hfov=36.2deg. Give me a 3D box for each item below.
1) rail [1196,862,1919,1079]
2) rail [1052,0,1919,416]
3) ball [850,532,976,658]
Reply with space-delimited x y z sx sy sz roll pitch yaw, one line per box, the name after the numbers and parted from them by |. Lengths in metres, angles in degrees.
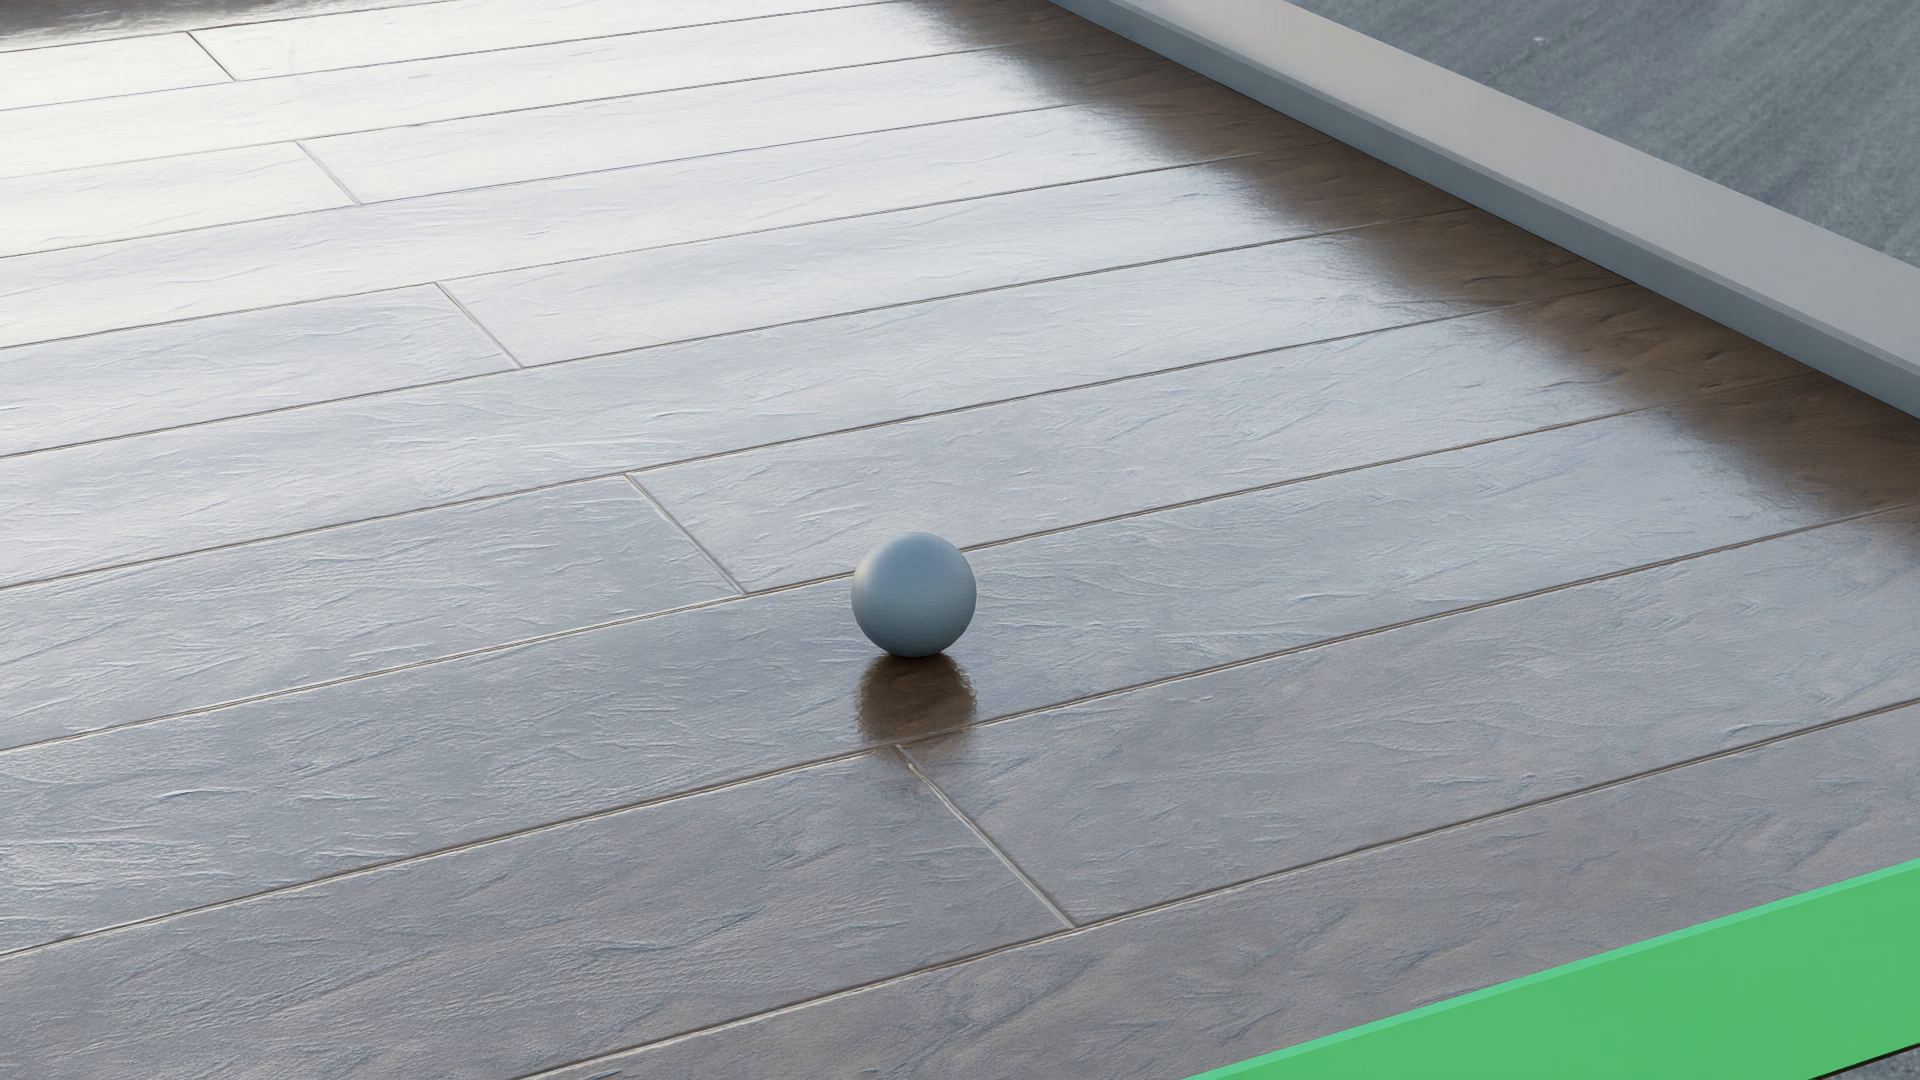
0.329 0.251 1.519 1.701 0.122 0.045 -12 27 -24 | rail
0.401 -0.467 3.079 0.045 0.122 3.060 -12 27 -24 | rail
-0.032 0.037 2.027 0.087 0.087 0.087 0 25 0 | ball
